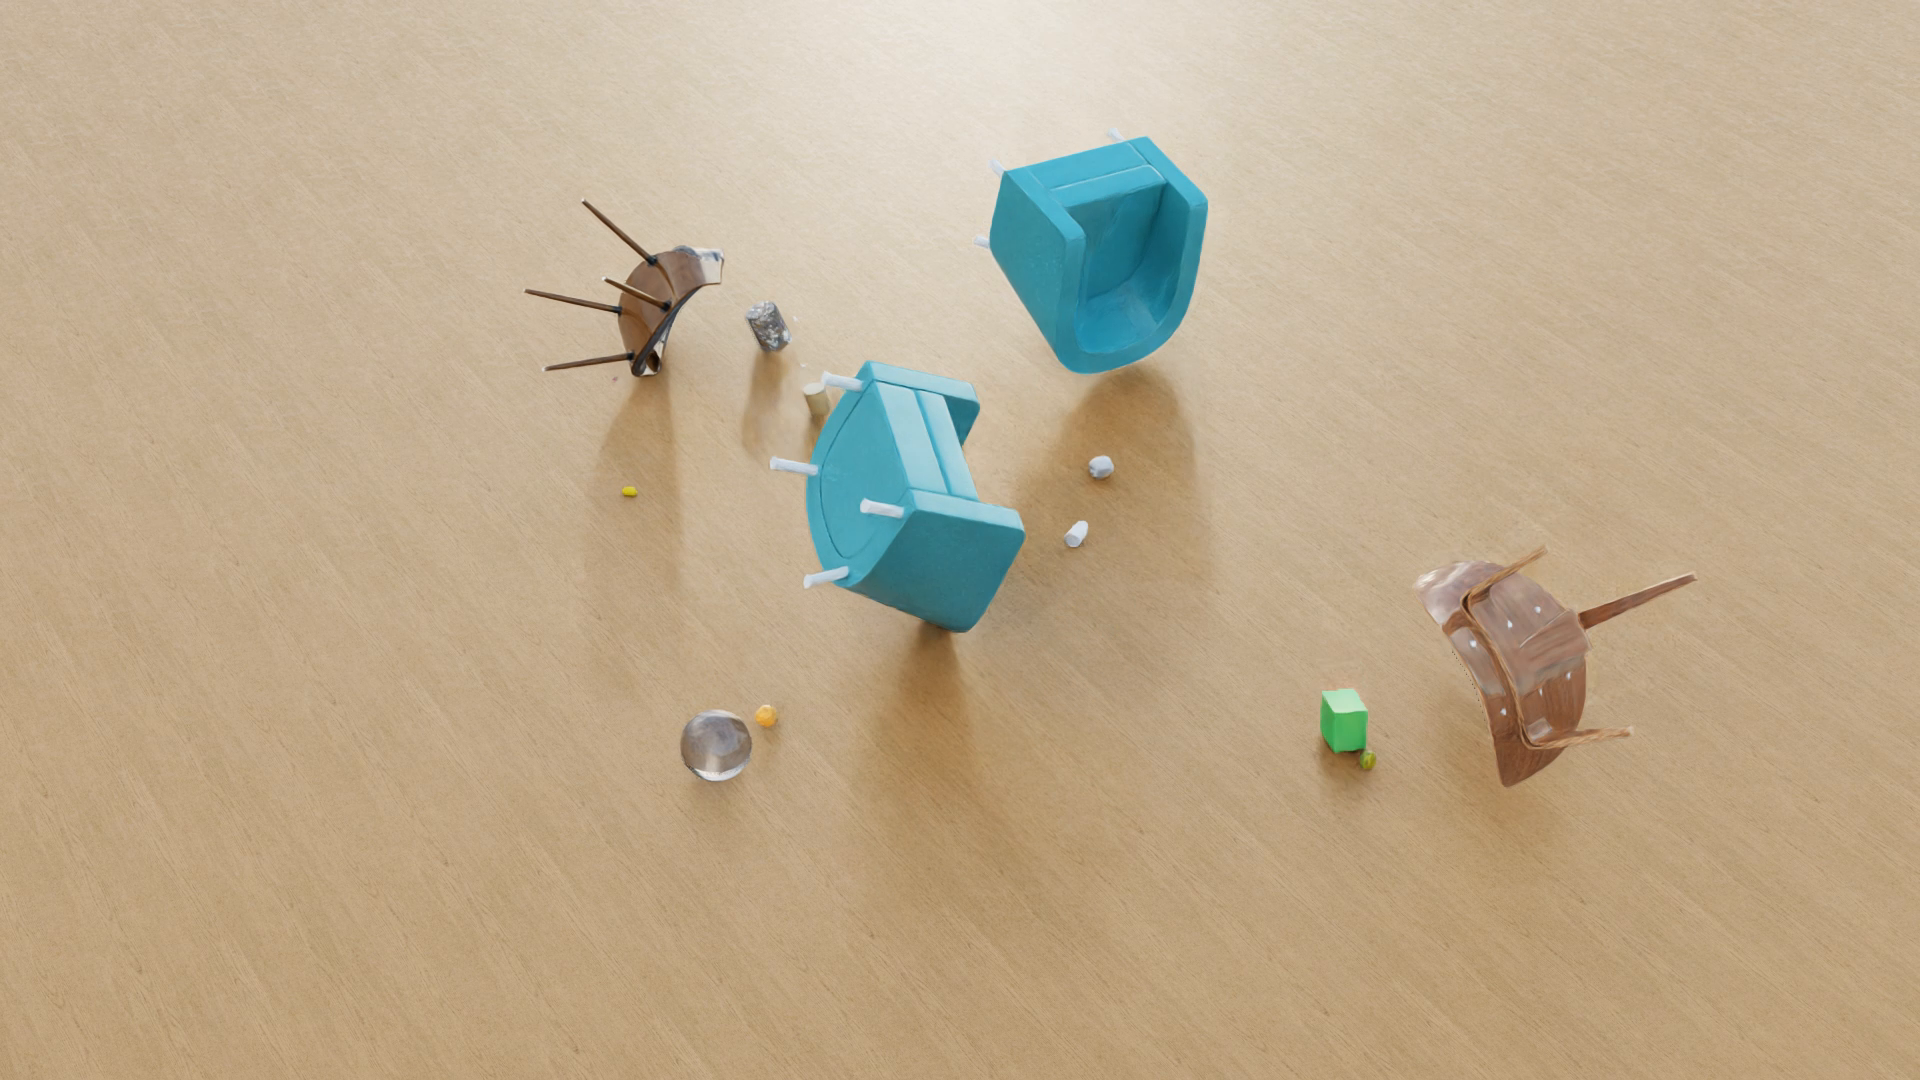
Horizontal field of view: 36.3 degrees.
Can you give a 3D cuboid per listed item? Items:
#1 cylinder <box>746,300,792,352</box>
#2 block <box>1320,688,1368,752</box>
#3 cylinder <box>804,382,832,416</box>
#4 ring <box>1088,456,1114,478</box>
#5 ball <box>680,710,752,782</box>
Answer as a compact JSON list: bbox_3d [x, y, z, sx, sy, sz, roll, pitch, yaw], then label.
[{"bbox_3d":[-0.788,-0.881,12.090,0.134,0.172,0.113,-23,34,5],"label":"cylinder"},{"bbox_3d":[1.291,0.606,9.862,0.112,0.148,0.156,-6,26,-9],"label":"block"},{"bbox_3d":[-0.569,-0.560,11.676,0.083,0.107,0.096,-35,38,-24],"label":"cylinder"},{"bbox_3d":[0.543,-0.282,11.286,0.074,0.083,0.121,-20,6,-12],"label":"ring"},{"bbox_3d":[-0.807,0.679,9.696,0.239,0.239,0.239,0,33,0],"label":"ball"}]
